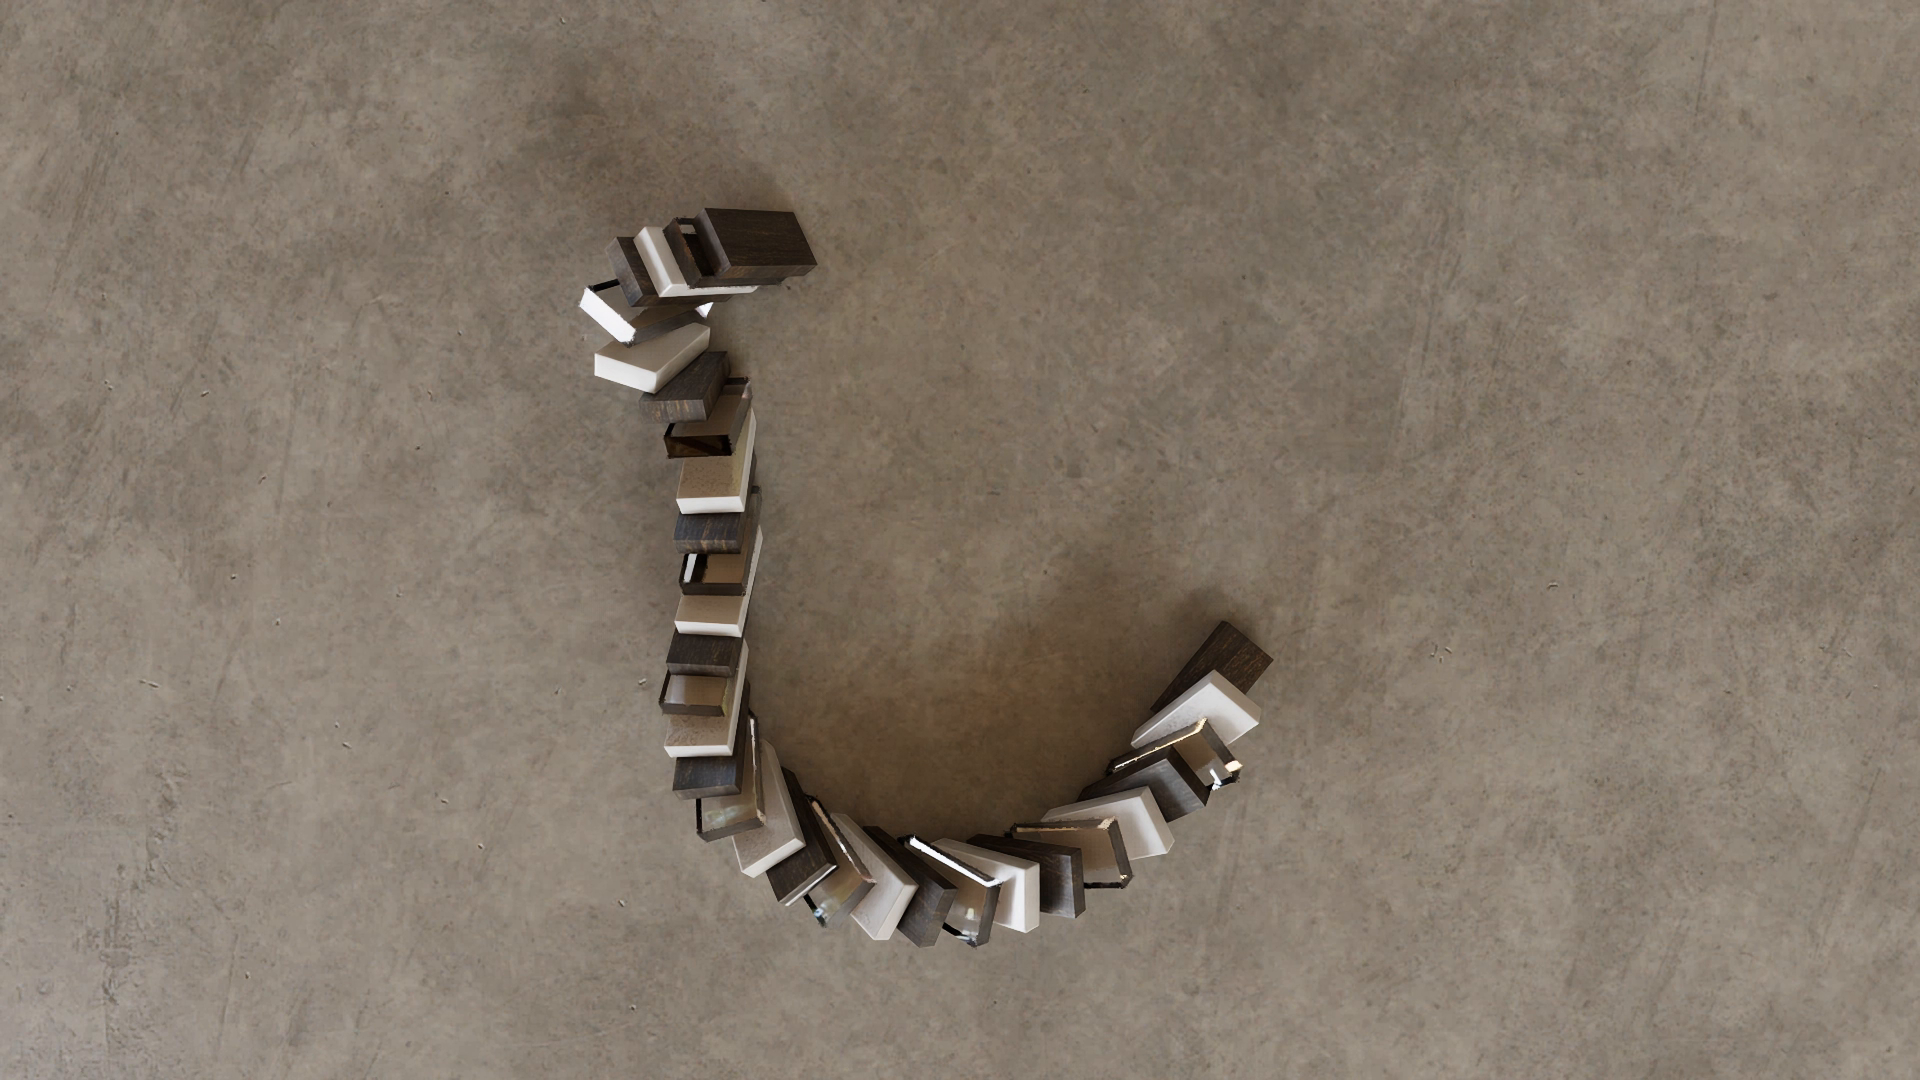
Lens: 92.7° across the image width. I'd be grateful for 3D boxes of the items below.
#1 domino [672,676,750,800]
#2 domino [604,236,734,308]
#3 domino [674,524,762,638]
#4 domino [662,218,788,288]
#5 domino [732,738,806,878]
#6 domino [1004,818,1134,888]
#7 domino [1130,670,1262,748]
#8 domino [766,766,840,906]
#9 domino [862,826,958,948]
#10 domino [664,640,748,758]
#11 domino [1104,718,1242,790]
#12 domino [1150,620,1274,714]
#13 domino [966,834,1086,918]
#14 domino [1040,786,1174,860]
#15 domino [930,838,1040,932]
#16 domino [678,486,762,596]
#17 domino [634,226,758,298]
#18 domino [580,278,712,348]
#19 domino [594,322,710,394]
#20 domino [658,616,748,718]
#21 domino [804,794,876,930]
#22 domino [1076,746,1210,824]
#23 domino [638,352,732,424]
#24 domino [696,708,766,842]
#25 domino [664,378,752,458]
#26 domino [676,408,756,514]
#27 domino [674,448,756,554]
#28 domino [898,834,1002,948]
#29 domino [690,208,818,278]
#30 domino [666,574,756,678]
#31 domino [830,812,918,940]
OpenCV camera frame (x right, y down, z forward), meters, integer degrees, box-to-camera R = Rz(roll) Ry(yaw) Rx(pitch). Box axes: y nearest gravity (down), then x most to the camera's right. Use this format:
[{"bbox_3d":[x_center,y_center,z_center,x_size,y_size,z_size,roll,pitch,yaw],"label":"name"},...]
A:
[{"bbox_3d":[-0.102,0.081,0.380,0.025,0.010,0.050,-6,51,1],"label":"domino"},{"bbox_3d":[-0.118,-0.111,0.377,0.009,0.050,0.025,-25,90,37],"label":"domino"},{"bbox_3d":[-0.100,0.016,0.381,0.025,0.009,0.050,3,53,0],"label":"domino"},{"bbox_3d":[-0.095,-0.118,0.377,0.009,0.050,0.025,-25,90,37],"label":"domino"},{"bbox_3d":[-0.084,0.110,0.380,0.025,0.009,0.050,-32,50,0],"label":"domino"},{"bbox_3d":[0.045,0.131,0.382,0.050,0.009,0.025,-16,90,35],"label":"domino"},{"bbox_3d":[0.097,0.078,0.380,0.025,0.009,0.050,40,126,0],"label":"domino"},{"bbox_3d":[-0.072,0.122,0.380,0.025,0.009,0.050,-39,51,0],"label":"domino"},{"bbox_3d":[-0.026,0.143,0.380,0.050,0.009,0.025,23,90,40],"label":"domino"},{"bbox_3d":[-0.104,0.065,0.381,0.025,0.009,0.050,-1,51,1],"label":"domino"},{"bbox_3d":[0.088,0.096,0.381,0.050,0.010,0.025,-35,93,35],"label":"domino"},{"bbox_3d":[0.108,0.062,0.395,0.025,0.010,0.050,39,90,0],"label":"domino"},{"bbox_3d":[0.027,0.139,0.382,0.050,0.009,0.025,-4,90,34],"label":"domino"},{"bbox_3d":[0.061,0.121,0.382,0.050,0.010,0.025,-26,90,34],"label":"domino"},{"bbox_3d":[0.010,0.142,0.381,0.050,0.009,0.025,0,90,39],"label":"domino"},{"bbox_3d":[-0.099,0.000,0.381,0.025,0.010,0.050,1,54,-1],"label":"domino"},{"bbox_3d":[-0.106,-0.115,0.377,0.009,0.050,0.025,-25,90,37],"label":"domino"},{"bbox_3d":[-0.128,-0.097,0.377,0.025,0.050,0.009,41,125,0],"label":"domino"},{"bbox_3d":[-0.125,-0.078,0.377,0.025,0.050,0.009,18,125,1],"label":"domino"},{"bbox_3d":[-0.106,0.048,0.381,0.025,0.009,0.050,3,52,0],"label":"domino"},{"bbox_3d":[-0.058,0.133,0.380,0.025,0.010,0.050,-49,50,0],"label":"domino"},{"bbox_3d":[0.076,0.107,0.382,0.050,0.009,0.025,-38,91,35],"label":"domino"},{"bbox_3d":[-0.112,-0.063,0.377,0.025,0.050,0.009,-2,123,0],"label":"domino"},{"bbox_3d":[-0.096,0.097,0.380,0.025,0.009,0.050,-16,51,1],"label":"domino"},{"bbox_3d":[-0.103,-0.051,0.377,0.025,0.050,0.010,-2,126,0],"label":"domino"},{"bbox_3d":[-0.101,-0.034,0.381,0.025,0.009,0.050,-2,53,0],"label":"domino"},{"bbox_3d":[-0.101,-0.017,0.381,0.025,0.010,0.050,0,54,0],"label":"domino"},{"bbox_3d":[-0.008,0.144,0.380,0.050,0.010,0.025,14,92,39],"label":"domino"},{"bbox_3d":[-0.083,-0.122,0.377,0.010,0.050,0.025,-25,90,37],"label":"domino"},{"bbox_3d":[-0.103,0.032,0.381,0.025,0.010,0.050,3,52,0],"label":"domino"},{"bbox_3d":[-0.042,0.139,0.380,0.050,0.009,0.025,30,90,40],"label":"domino"}]
